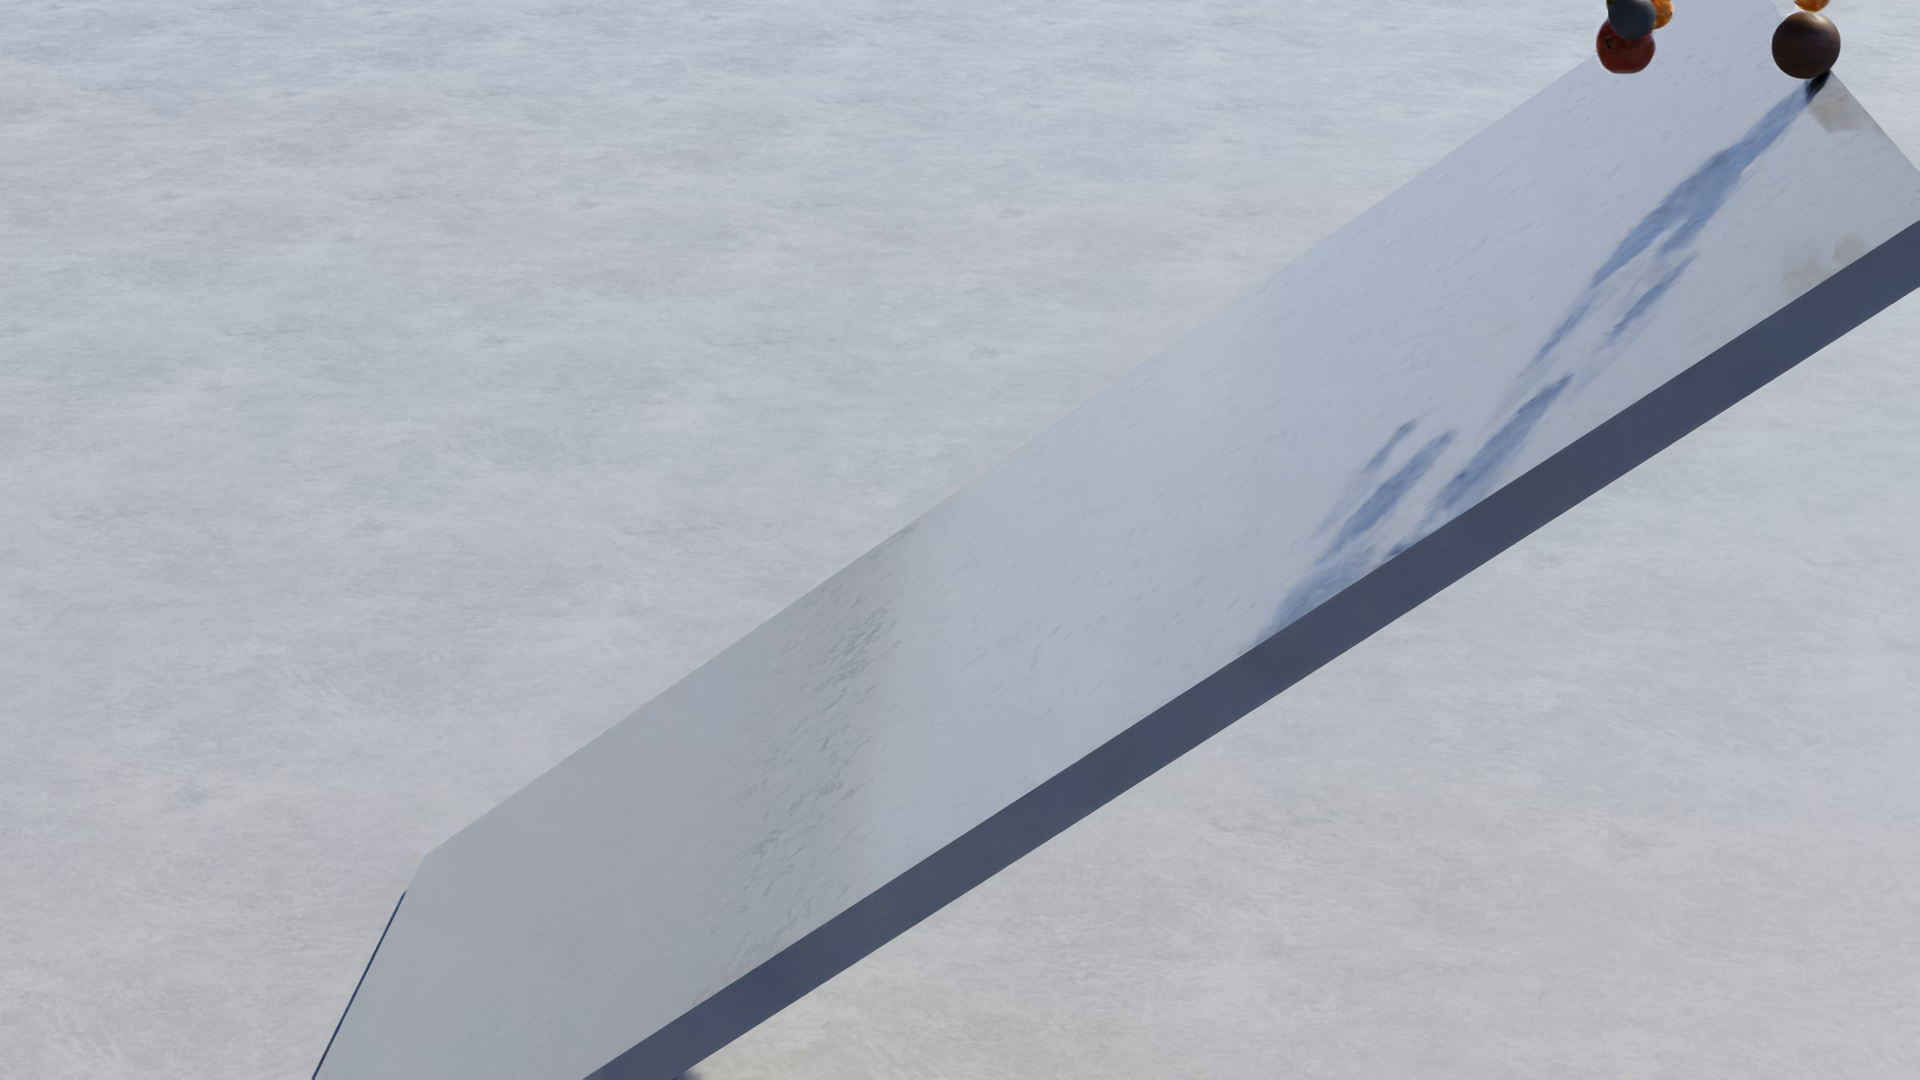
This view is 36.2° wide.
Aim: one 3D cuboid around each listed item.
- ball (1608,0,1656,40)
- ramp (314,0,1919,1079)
[{"bbox_3d":[1.242,-0.968,5.437,0.086,0.086,0.086,0,23,0],"label":"ball"},{"bbox_3d":[0.129,0.179,6.322,4.000,0.100,2.000,-34,16,16],"label":"ramp"}]
